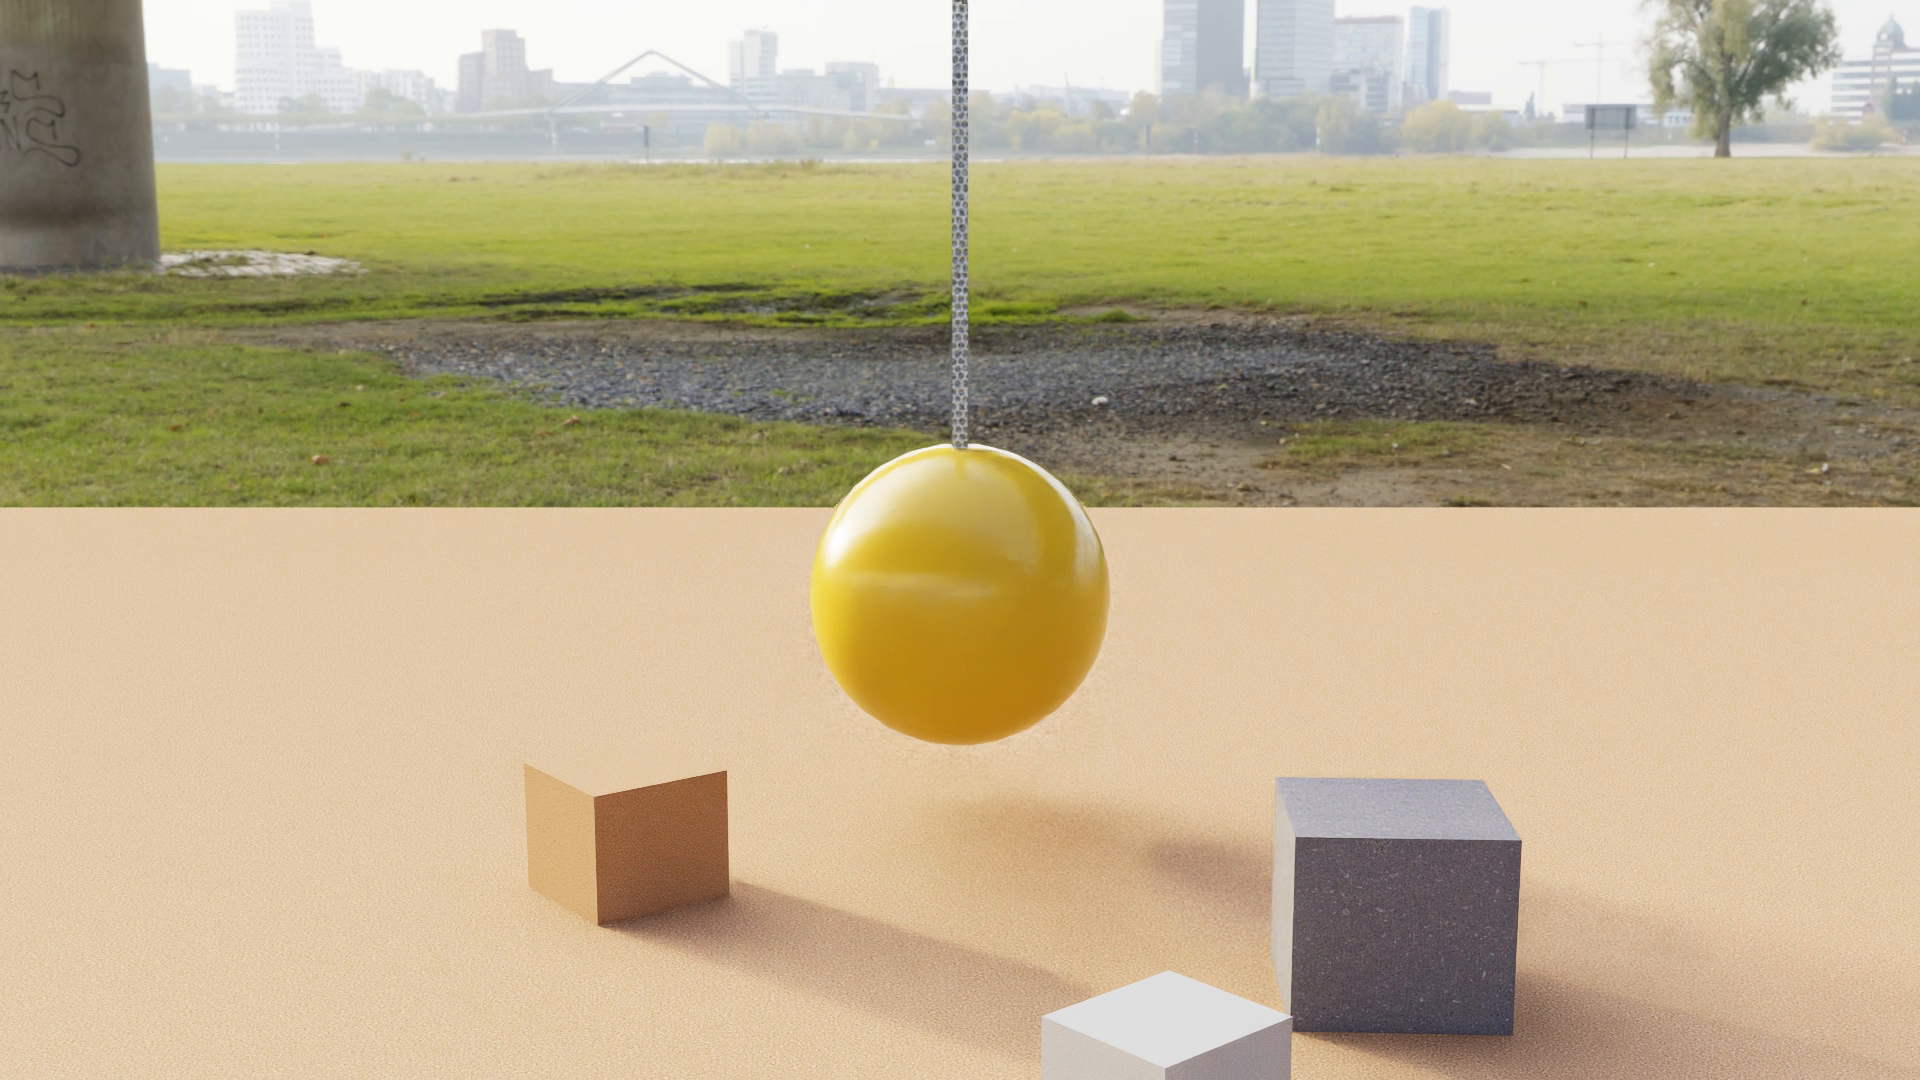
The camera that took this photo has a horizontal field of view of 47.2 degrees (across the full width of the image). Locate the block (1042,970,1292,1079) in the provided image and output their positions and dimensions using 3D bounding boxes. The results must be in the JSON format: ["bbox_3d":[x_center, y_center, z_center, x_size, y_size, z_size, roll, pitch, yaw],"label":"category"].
[{"bbox_3d":[0.688,1.896,7.364,0.619,0.635,0.559,-9,14,-41],"label":"block"}]

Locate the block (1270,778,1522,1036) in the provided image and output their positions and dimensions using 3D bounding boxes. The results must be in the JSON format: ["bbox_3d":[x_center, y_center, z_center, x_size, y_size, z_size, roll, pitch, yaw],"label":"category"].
[{"bbox_3d":[1.776,1.494,9.091,0.880,0.808,0.827,0,10,3],"label":"block"}]

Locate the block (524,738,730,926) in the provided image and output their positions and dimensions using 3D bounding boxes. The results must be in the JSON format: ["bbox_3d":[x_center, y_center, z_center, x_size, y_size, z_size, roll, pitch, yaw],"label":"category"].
[{"bbox_3d":[-1.573,1.362,10.378,0.696,0.607,0.688,-8,13,-37],"label":"block"}]

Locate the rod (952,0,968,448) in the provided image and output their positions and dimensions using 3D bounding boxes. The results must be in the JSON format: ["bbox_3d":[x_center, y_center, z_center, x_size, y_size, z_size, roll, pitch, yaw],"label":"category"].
[{"bbox_3d":[0.000,-3.006,10.823,0.080,5.200,0.080,0,14,0],"label":"rod"}]

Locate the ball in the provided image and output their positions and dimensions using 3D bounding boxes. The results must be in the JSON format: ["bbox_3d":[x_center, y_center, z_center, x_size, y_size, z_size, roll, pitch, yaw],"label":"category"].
[{"bbox_3d":[0.000,0.287,11.670,1.600,1.600,1.600,0,10,0],"label":"ball"}]
